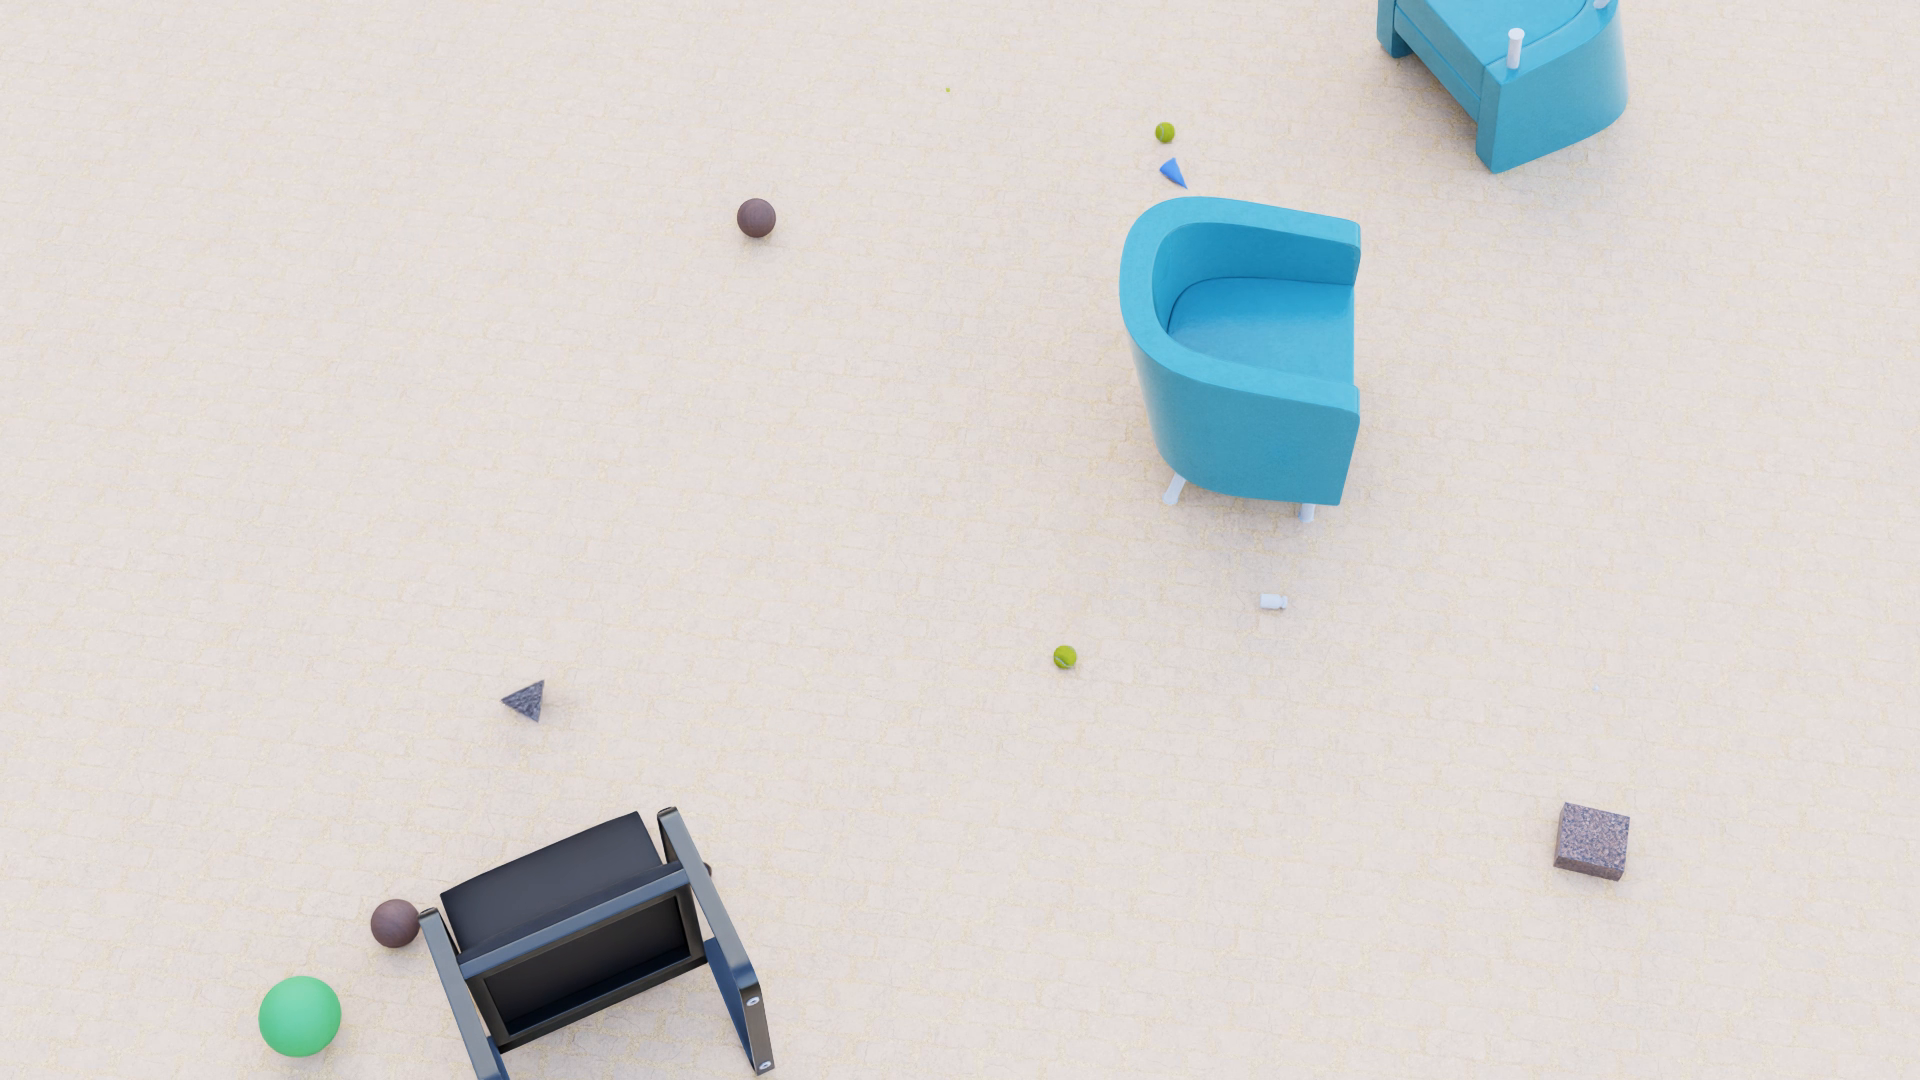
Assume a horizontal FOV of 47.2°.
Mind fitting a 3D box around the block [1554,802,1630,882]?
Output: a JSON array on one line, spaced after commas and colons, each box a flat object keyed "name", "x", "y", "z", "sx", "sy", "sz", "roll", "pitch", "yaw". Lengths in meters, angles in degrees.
[{"name": "block", "x": 1.718, "y": 0.821, "z": 5.983, "sx": 0.176, "sy": 0.067, "sz": 0.168, "roll": 12, "pitch": 57, "yaw": 8}]

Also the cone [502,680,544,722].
[{"name": "cone", "x": -1.215, "y": 0.470, "z": 6.224, "sx": 0.144, "sy": 0.130, "sz": 0.105, "roll": -24, "pitch": 93, "yaw": 27}]

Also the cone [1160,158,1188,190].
[{"name": "cone", "x": 0.729, "y": -1.217, "z": 7.372, "sx": 0.067, "sy": 0.061, "sz": 0.114, "roll": -36, "pitch": 78, "yaw": -4}]

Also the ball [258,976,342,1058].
[{"name": "ball", "x": -1.690, "y": 1.220, "z": 5.632, "sx": 0.205, "sy": 0.205, "sz": 0.205, "roll": 0, "pitch": 56, "yaw": 0}]
